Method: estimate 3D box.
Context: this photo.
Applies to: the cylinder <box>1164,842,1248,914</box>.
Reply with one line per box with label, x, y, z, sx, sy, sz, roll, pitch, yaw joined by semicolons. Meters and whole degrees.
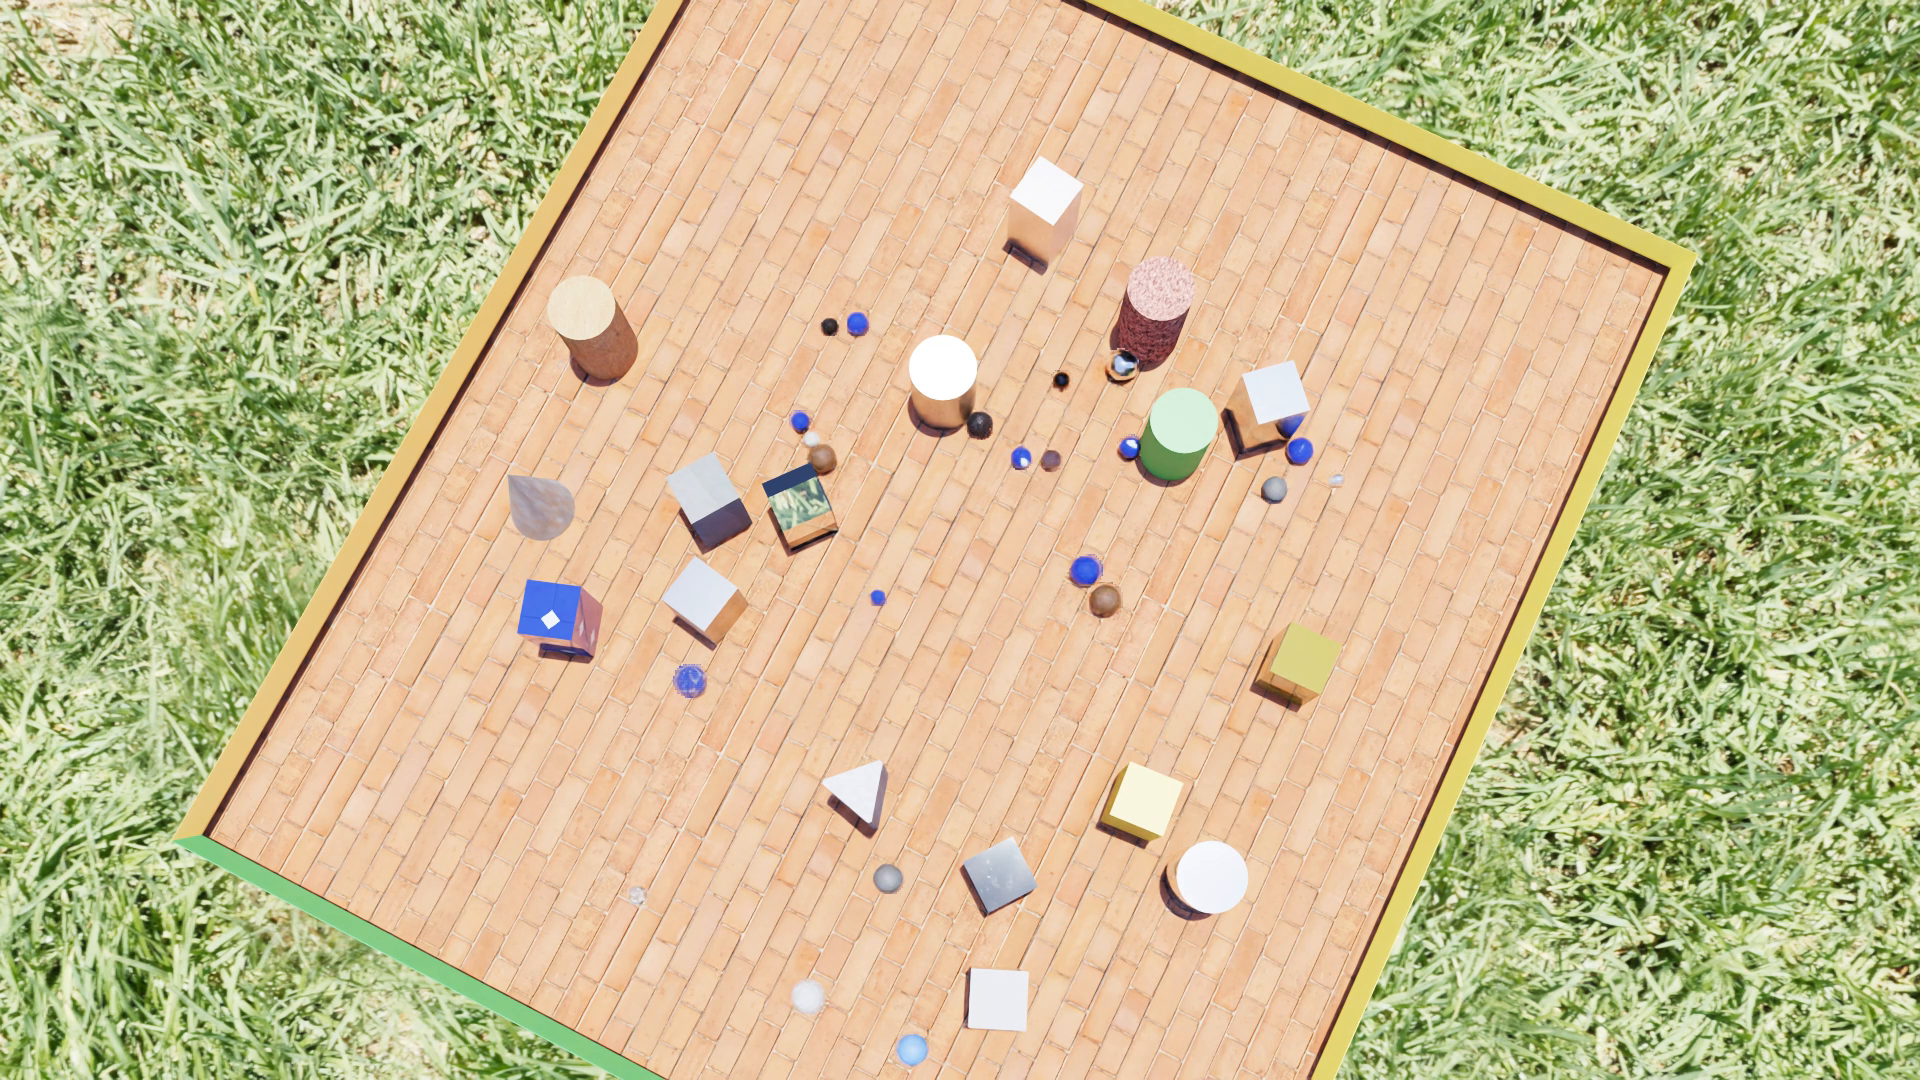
cylinder;0.701;0.969;5.249;0.198;0.328;0.198;0;78;0

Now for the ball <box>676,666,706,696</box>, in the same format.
ball;-0.804;0.421;5.483;0.092;0.092;0.092;0;78;0

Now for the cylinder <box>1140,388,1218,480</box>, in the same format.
cylinder;0.653;-0.314;5.508;0.198;0.341;0.198;0;78;0

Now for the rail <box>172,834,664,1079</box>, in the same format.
rail;-0.805;1.583;5.222;3.285;0.128;0.045;26;80;5

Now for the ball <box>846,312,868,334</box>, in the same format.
ball;-0.320;-0.678;5.721;0.071;0.071;0.071;0;78;0

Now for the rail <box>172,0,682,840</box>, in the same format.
rail;-1.448;-0.702;5.695;0.045;0.128;3.646;26;80;5

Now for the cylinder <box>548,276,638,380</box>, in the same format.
cylinder;-1.106;-0.639;5.546;0.198;0.397;0.198;0;78;0

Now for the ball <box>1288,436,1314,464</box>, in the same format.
ball;1.048;-0.276;5.633;0.081;0.081;0.081;0;78;0

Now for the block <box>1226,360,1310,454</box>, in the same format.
block;0.922;-0.396;5.518;0.158;0.354;0.158;-16;79;-3

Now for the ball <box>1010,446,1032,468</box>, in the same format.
ball;0.188;-0.255;5.636;0.065;0.065;0.065;0;78;0

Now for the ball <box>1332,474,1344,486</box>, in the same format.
ball;1.162;-0.185;5.634;0.042;0.042;0.042;0;78;0

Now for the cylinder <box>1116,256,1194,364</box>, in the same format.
cylinder;0.586;-0.690;5.544;0.198;0.423;0.198;0;78;0

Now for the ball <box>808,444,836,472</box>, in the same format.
ball;-0.424;-0.252;5.623;0.089;0.089;0.089;0;78;0

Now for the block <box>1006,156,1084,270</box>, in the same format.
block;0.258;-1.001;5.632;0.158;0.375;0.158;35;80;7

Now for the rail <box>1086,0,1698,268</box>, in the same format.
rail;0.805;-1.569;5.875;3.285;0.128;0.045;26;80;5

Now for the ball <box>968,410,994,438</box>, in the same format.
ball;0.062;-0.358;5.649;0.082;0.082;0.082;0;78;0

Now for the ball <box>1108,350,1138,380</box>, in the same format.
ball;0.504;-0.540;5.678;0.094;0.094;0.094;0;78;0

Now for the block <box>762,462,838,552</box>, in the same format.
block;-0.475;-0.097;5.487;0.158;0.293;0.158;-24;79;-5

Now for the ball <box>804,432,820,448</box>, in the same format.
ball;-0.458;-0.310;5.655;0.051;0.051;0.051;0;78;0

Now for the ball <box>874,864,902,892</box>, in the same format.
ball;-0.211;0.991;5.368;0.085;0.085;0.085;0;78;0

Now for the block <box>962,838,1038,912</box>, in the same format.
block;0.115;0.968;5.288;0.158;0.250;0.158;-27;80;-5

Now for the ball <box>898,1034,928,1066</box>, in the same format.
ball;-0.135;1.466;5.268;0.089;0.089;0.089;0;78;0

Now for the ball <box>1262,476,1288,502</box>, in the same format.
ball;0.965;-0.156;5.609;0.078;0.078;0.078;0;78;0

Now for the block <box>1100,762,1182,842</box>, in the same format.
block;0.519;0.756;5.276;0.158;0.361;0.158;22;79;4

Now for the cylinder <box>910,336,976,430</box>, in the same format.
cylinder;-0.049;-0.470;5.537;0.198;0.347;0.198;0;78;0

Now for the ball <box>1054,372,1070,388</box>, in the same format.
ball;0.316;-0.496;5.692;0.053;0.053;0.053;0;78;0

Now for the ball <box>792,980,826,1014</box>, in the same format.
ball;-0.438;1.320;5.293;0.099;0.099;0.099;0;78;0

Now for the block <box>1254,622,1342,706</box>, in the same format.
block;0.989;0.368;5.386;0.158;0.302;0.158;25;79;5

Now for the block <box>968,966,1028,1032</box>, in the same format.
block;0.106;1.293;5.182;0.158;0.327;0.158;3;78;1

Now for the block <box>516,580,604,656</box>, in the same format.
block;-1.173;0.233;5.397;0.158;0.336;0.158;8;78;2

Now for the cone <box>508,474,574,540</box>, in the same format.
cone;-1.282;-0.140;5.412;0.198;0.457;0.198;0;78;0

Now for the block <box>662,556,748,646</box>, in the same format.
block;-0.752;0.183;5.432;0.158;0.287;0.158;36;81;7

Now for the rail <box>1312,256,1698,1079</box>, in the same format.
rail;1.448;0.716;5.402;0.045;0.128;3.646;26;80;5

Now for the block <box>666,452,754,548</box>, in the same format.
block;-0.743;-0.116;5.461;0.158;0.352;0.158;-30;80;-6

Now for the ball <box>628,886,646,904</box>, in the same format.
ball;-0.947;1.040;5.374;0.053;0.053;0.053;0;78;0

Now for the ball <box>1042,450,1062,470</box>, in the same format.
ball;0.281;-0.247;5.636;0.063;0.063;0.063;0;78;0

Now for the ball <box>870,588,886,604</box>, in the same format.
ball;-0.249;0.172;5.557;0.048;0.048;0.048;0;78;0

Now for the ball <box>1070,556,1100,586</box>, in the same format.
ball;0.380;0.093;5.550;0.092;0.092;0.092;0;78;0

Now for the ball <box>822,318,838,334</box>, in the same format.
ball;-0.407;-0.669;5.728;0.053;0.053;0.053;0;78;0

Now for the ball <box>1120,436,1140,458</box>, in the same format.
ball;0.522;-0.284;5.629;0.066;0.066;0.066;0;78;0

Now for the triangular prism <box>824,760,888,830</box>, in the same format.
triangular prism;-0.264;0.708;5.250;0.171;0.432;0.148;40;81;8

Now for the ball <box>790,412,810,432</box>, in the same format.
ball;-0.493;-0.367;5.662;0.059;0.059;0.059;0;78;0

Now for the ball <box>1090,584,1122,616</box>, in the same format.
ball;0.440;0.181;5.531;0.094;0.094;0.094;0;78;0
